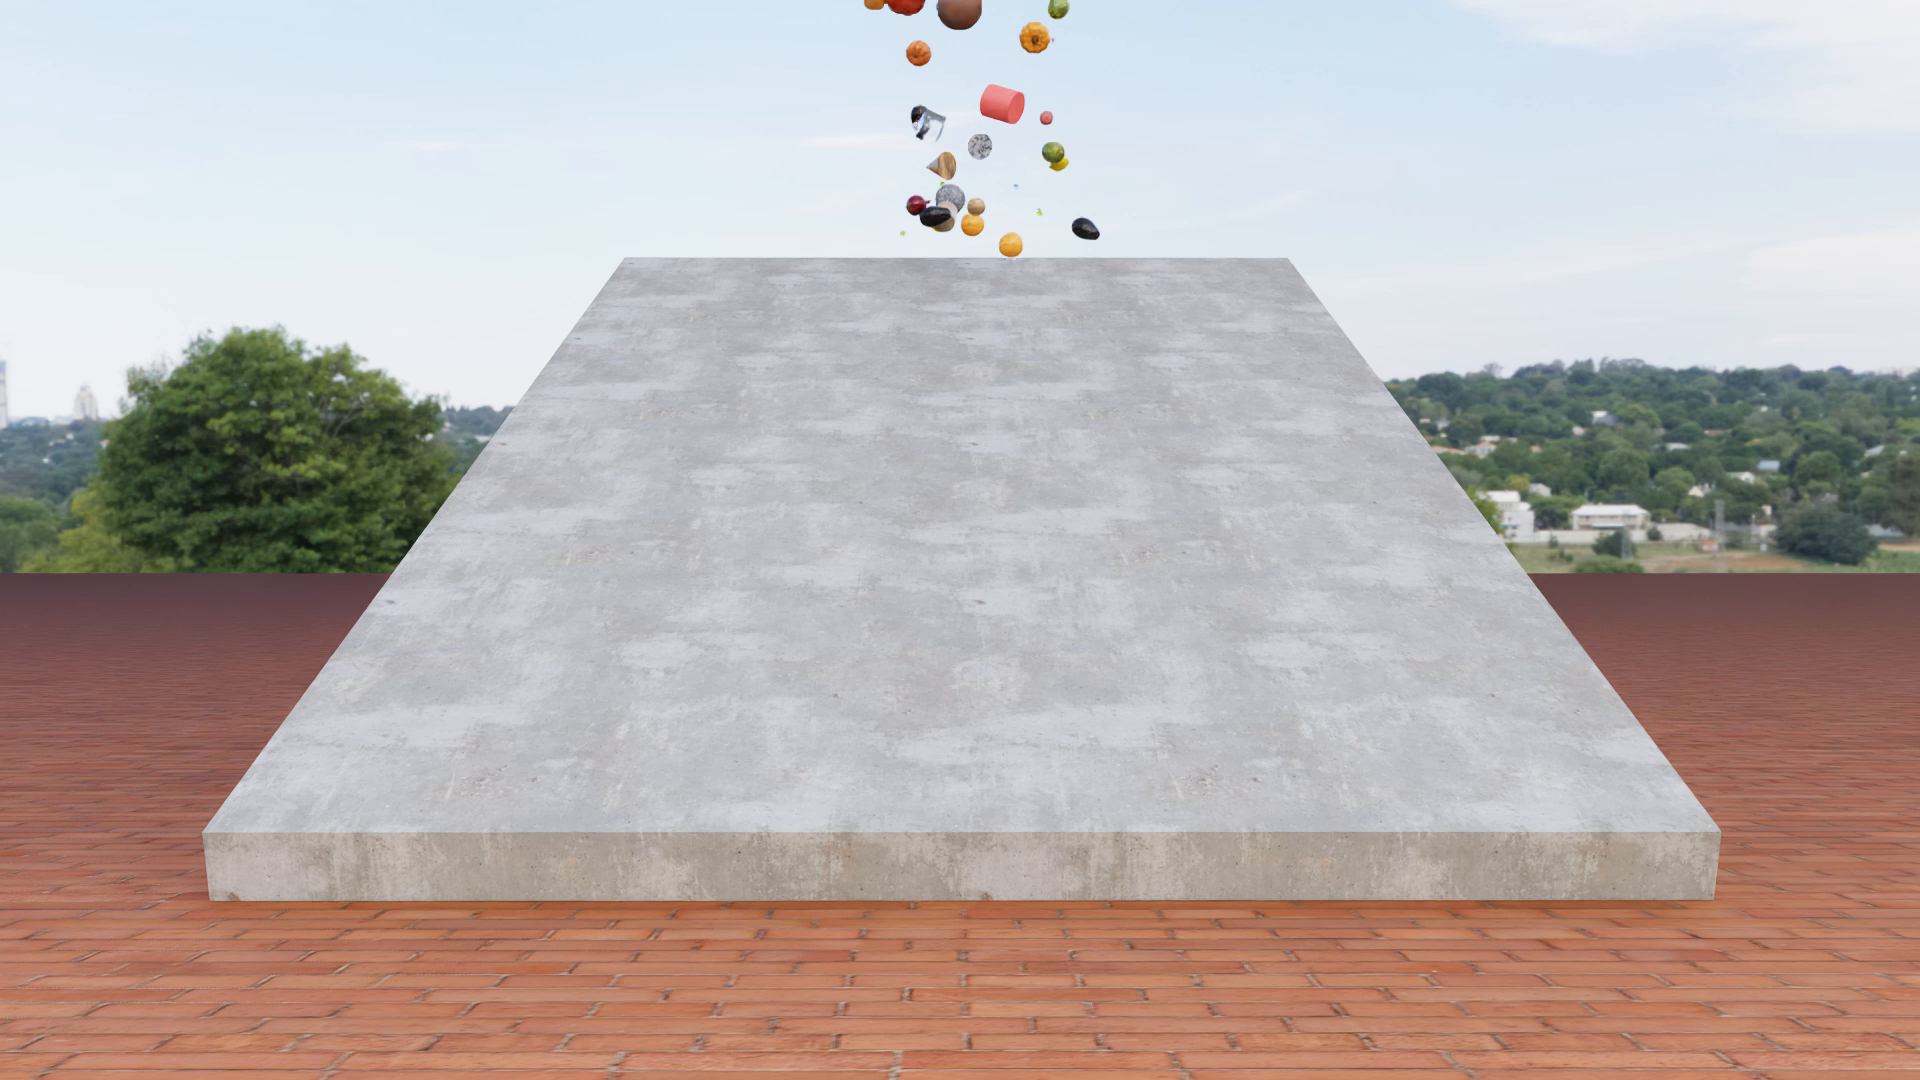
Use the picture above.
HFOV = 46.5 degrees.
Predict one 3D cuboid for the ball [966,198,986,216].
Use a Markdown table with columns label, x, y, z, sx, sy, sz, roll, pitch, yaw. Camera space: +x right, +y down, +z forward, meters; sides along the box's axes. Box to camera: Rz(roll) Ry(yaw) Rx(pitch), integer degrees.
| label | x | y | z | sx | sy | sz | roll | pitch | yaw |
| --- | --- | --- | --- | --- | --- | --- | --- | --- | --- |
| ball | 0.044 | -0.917 | 6.158 | 0.052 | 0.052 | 0.052 | 0 | -1 | 0 |

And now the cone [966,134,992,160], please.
| label | x | y | z | sx | sy | sz | roll | pitch | yaw |
| --- | --- | --- | --- | --- | --- | --- | --- | --- | --- |
| cone | 0.046 | -1.167 | 6.602 | 0.077 | 0.077 | 0.077 | 0 | 22 | -16 |

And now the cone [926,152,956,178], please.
| label | x | y | z | sx | sy | sz | roll | pitch | yaw |
| --- | --- | --- | --- | --- | --- | --- | --- | --- | --- |
| cone | -0.070 | -1.104 | 6.610 | 0.085 | 0.085 | 0.085 | 4 | 2 | 40 |

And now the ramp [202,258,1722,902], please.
| label | x | y | z | sx | sy | sz | roll | pitch | yaw |
| --- | --- | --- | --- | --- | --- | --- | --- | --- | --- |
| ramp | -0.004 | -0.187 | 4.862 | 2.000 | 0.100 | 4.000 | 0 | 18 | 0 |

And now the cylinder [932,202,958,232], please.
| label | x | y | z | sx | sy | sz | roll | pitch | yaw |
| --- | --- | --- | --- | --- | --- | --- | --- | --- | --- |
| cylinder | -0.043 | -0.924 | 6.394 | 0.065 | 0.065 | 0.065 | 0 | 36 | 7 |

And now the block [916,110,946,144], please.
| label | x | y | z | sx | sy | sz | roll | pitch | yaw |
| --- | --- | --- | --- | --- | --- | --- | --- | --- | --- |
| block | -0.083 | -1.166 | 6.316 | 0.061 | 0.061 | 0.061 | 19 | -30 | -13 |

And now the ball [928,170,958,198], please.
| label | x | y | z | sx | sy | sz | roll | pitch | yaw |
| --- | --- | --- | --- | --- | --- | --- | --- | --- | --- |
| ball | -0.049 | -1.058 | 6.620 | 0.090 | 0.090 | 0.090 | 0 | -1 | 0 |

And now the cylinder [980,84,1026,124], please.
| label | x | y | z | sx | sy | sz | roll | pitch | yaw |
| --- | --- | --- | --- | --- | --- | --- | --- | --- | --- |
| cylinder | 0.118 | -1.216 | 6.236 | 0.092 | 0.092 | 0.092 | 22 | 9 | 25 |
